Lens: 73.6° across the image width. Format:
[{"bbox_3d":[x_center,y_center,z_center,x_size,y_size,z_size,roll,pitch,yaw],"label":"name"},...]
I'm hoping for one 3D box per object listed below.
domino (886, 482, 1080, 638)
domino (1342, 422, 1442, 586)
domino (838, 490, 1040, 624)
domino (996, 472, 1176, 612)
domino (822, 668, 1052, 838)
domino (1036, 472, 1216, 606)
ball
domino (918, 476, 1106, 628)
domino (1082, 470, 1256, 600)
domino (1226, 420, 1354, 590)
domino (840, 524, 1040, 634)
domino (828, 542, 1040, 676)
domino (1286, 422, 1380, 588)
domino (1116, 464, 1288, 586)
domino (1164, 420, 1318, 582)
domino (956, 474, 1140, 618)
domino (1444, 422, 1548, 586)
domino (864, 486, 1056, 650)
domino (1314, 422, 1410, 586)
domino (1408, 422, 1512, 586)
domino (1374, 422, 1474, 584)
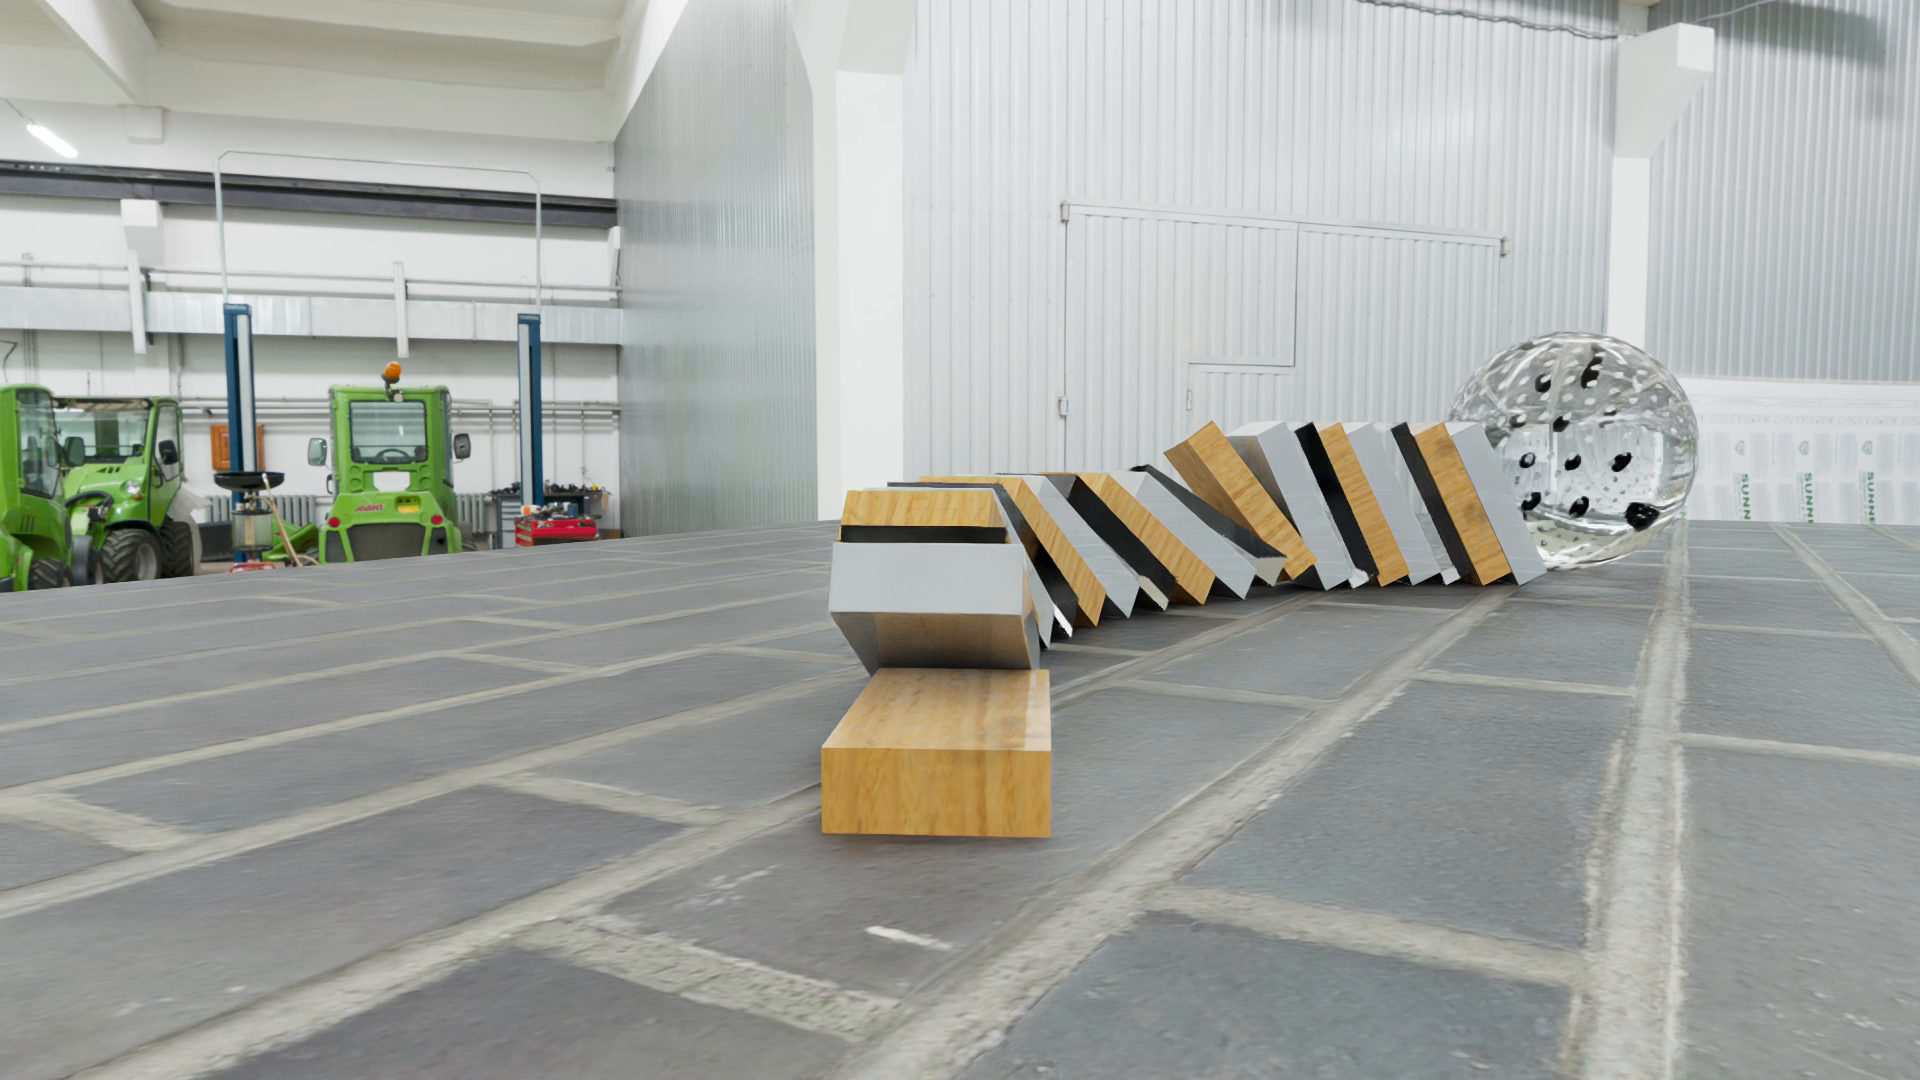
[{"bbox_3d":[0.005,0.005,0.270,0.025,0.010,0.050,2,-28,26],"label":"domino"},{"bbox_3d":[0.129,-0.012,0.396,0.009,0.050,0.025,-26,4,1],"label":"domino"},{"bbox_3d":[-0.002,0.008,0.232,0.025,0.010,0.050,1,-28,14],"label":"domino"},{"bbox_3d":[0.030,0.001,0.320,0.025,0.010,0.050,4,-28,43],"label":"domino"},{"bbox_3d":[-0.001,0.026,0.164,0.025,0.010,0.050,0,4,4],"label":"domino"},{"bbox_3d":[0.042,0.000,0.334,0.025,0.010,0.050,5,-27,50],"label":"domino"},{"bbox_3d":[0.203,-0.030,0.431,0.080,0.080,0.080,0,4,0],"label":"ball"},{"bbox_3d":[0.012,0.003,0.288,0.025,0.010,0.050,3,-29,31],"label":"domino"},{"bbox_3d":[0.055,-0.001,0.347,0.050,0.010,0.025,37,-18,-32],"label":"domino"},{"bbox_3d":[0.097,-0.011,0.381,0.009,0.050,0.025,-27,8,-7],"label":"domino"},{"bbox_3d":[-0.002,0.012,0.212,0.025,0.010,0.050,1,-21,10],"label":"domino"},{"bbox_3d":[-0.002,0.014,0.189,0.025,0.010,0.050,0,-20,6],"label":"domino"},{"bbox_3d":[0.107,-0.011,0.387,0.010,0.050,0.025,-27,8,-6],"label":"domino"},{"bbox_3d":[0.065,-0.003,0.363,0.050,0.010,0.025,32,-13,-16],"label":"domino"},{"bbox_3d":[0.082,-0.010,0.378,0.009,0.050,0.025,-37,0,-8],"label":"domino"},{"bbox_3d":[0.020,0.002,0.304,0.025,0.009,0.050,3,-28,38],"label":"domino"},{"bbox_3d":[0.161,-0.012,0.395,0.009,0.050,0.025,-26,4,1],"label":"domino"},{"bbox_3d":[0.000,0.006,0.251,0.025,0.010,0.050,2,-27,19],"label":"domino"},{"bbox_3d":[0.119,-0.011,0.392,0.010,0.050,0.025,-26,4,1],"label":"domino"},{"bbox_3d":[0.150,-0.012,0.396,0.010,0.050,0.025,-26,4,1],"label":"domino"},{"bbox_3d":[0.140,-0.012,0.397,0.009,0.050,0.025,-26,4,1],"label":"domino"}]
